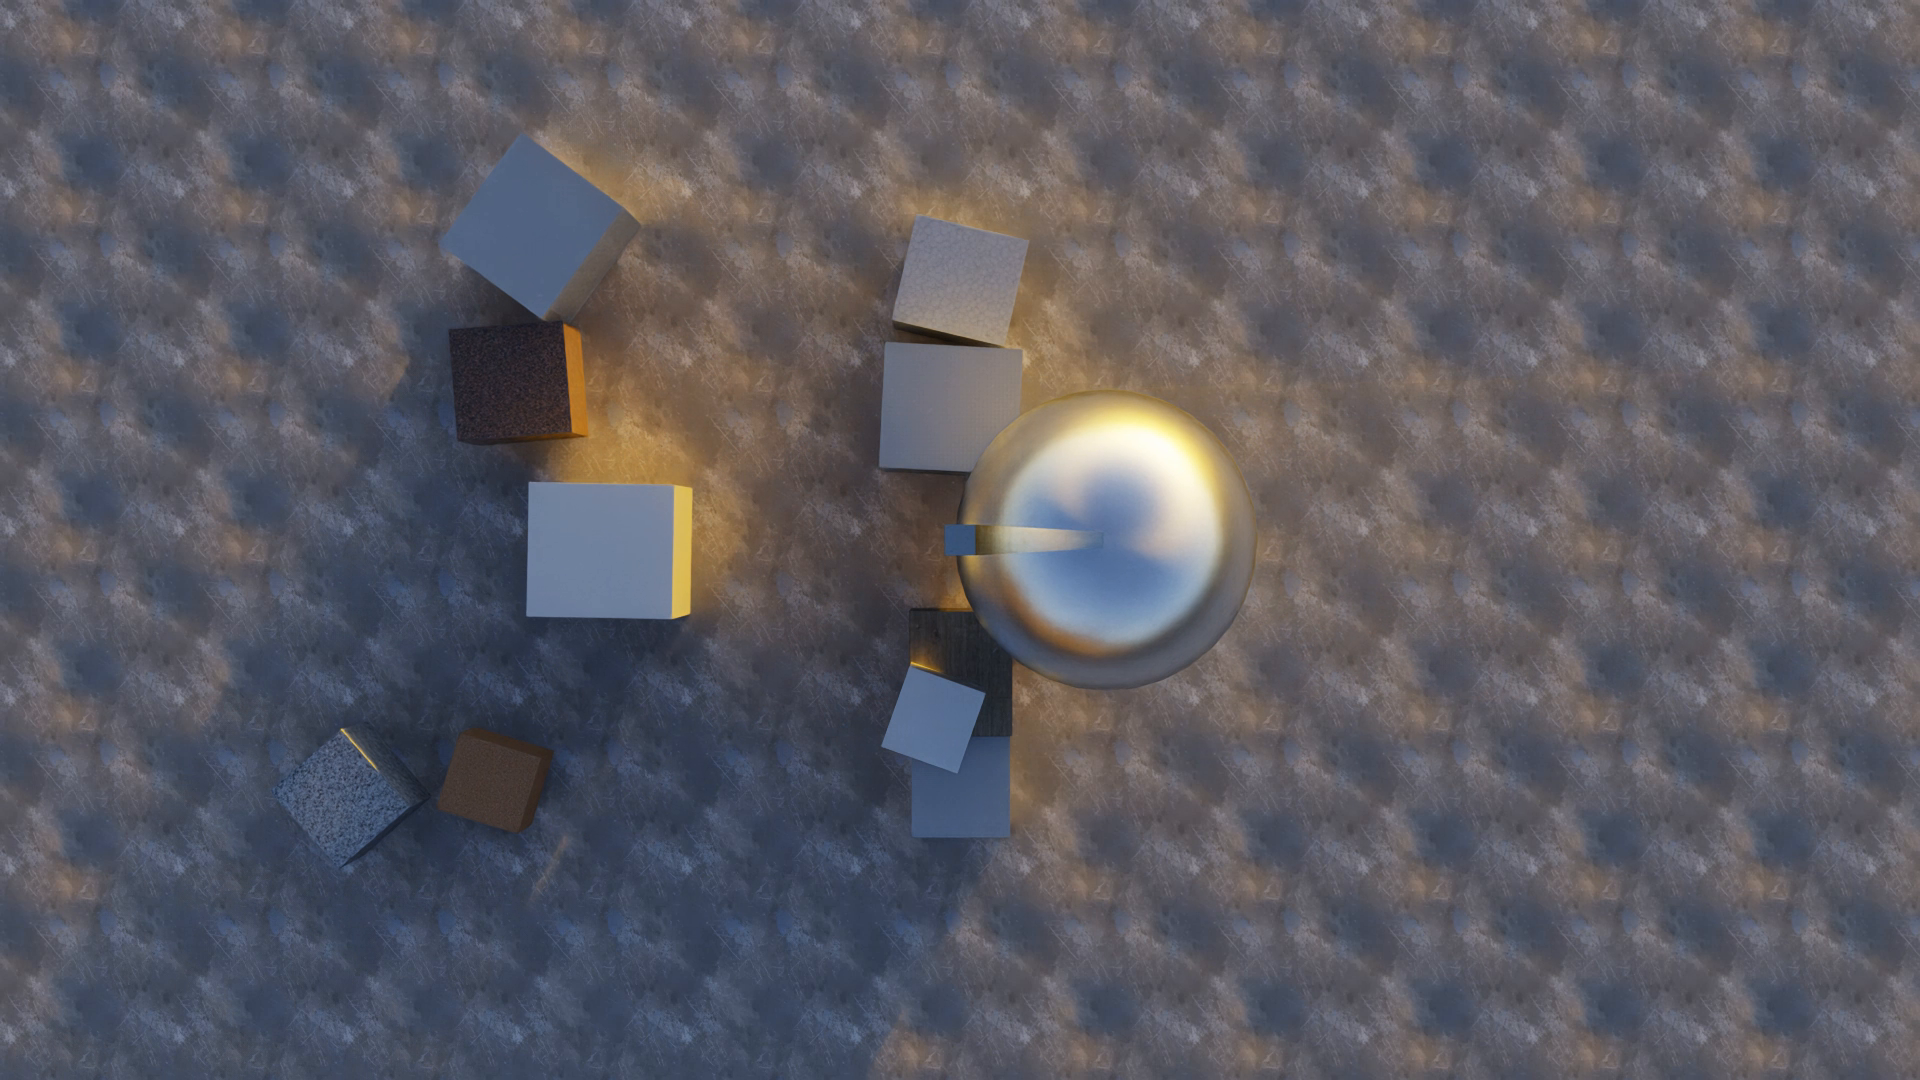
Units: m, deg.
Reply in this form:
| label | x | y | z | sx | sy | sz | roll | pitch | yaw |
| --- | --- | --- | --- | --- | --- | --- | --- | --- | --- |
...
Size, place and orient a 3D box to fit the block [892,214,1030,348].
| label | x | y | z | sx | sy | sz | roll | pitch | yaw |
| --- | --- | --- | --- | --- | --- | --- | --- | --- | --- |
| block | 0.003 | -1.473 | 12.729 | 0.657 | 0.541 | 0.618 | 13 | 90 | 0 |

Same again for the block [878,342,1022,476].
| label | x | y | z | sx | sy | sz | roll | pitch | yaw |
| --- | --- | --- | --- | --- | --- | --- | --- | --- | --- |
| block | -0.051 | -0.731 | 12.594 | 0.764 | 0.811 | 0.694 | 3 | 90 | 0 |

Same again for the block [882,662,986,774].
| label | x | y | z | sx | sy | sz | roll | pitch | yaw |
| --- | --- | --- | --- | --- | --- | --- | --- | --- | --- |
| block | -0.144 | 0.977 | 12.155 | 0.440 | 0.431 | 0.463 | 20 | 90 | 0 |

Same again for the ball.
| label | x | y | z | sx | sy | sz | roll | pitch | yaw |
| --- | --- | --- | --- | --- | --- | --- | --- | --- | --- |
| ball | 0.770 | 0.000 | 11.643 | 1.600 | 1.600 | 1.600 | 0 | 90 | 0 |

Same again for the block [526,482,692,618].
| label | x | y | z | sx | sy | sz | roll | pitch | yaw |
| --- | --- | --- | --- | --- | --- | --- | --- | --- | --- |
| block | -1.992 | 0.058 | 12.592 | 0.807 | 0.815 | 0.744 | 1 | 90 | 0 |

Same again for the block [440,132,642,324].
| label | x | y | z | sx | sy | sz | roll | pitch | yaw |
| --- | --- | --- | --- | --- | --- | --- | --- | --- | --- |
| block | -2.396 | -1.759 | 12.643 | 0.710 | 0.715 | 0.776 | 36 | 90 | 0 |

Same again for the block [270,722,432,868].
| label | x | y | z | sx | sy | sz | roll | pitch | yaw |
| --- | --- | --- | --- | --- | --- | --- | --- | --- | --- |
| block | -3.514 | 1.469 | 12.727 | 0.533 | 0.547 | 0.587 | -41 | 90 | 0 |

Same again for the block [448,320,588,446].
| label | x | y | z | sx | sy | sz | roll | pitch | yaw |
| --- | --- | --- | --- | --- | --- | --- | --- | --- | --- |
| block | -2.543 | -0.900 | 12.716 | 0.650 | 0.569 | 0.636 | -5 | 90 | 0 |

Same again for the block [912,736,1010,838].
| label | x | y | z | sx | sy | sz | roll | pitch | yaw |
| --- | --- | --- | --- | --- | --- | --- | --- | --- | --- |
| block | 0.005 | 1.398 | 12.730 | 0.557 | 0.540 | 0.571 | 0 | 90 | 0 |

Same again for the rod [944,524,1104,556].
| label | x | y | z | sx | sy | sz | roll | pitch | yaw |
| --- | --- | --- | --- | --- | --- | --- | --- | --- | --- |
| rod | 0.334 | 0.000 | 8.271 | 0.080 | 5.200 | 0.080 | 0 | 90 | 7 |

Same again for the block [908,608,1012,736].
| label | x | y | z | sx | sy | sz | roll | pitch | yaw |
| --- | --- | --- | --- | --- | --- | --- | --- | --- | --- |
| block | 0.003 | 0.752 | 12.685 | 0.582 | 0.630 | 0.701 | 0 | 90 | 0 |

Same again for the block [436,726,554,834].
| label | x | y | z | sx | sy | sz | roll | pitch | yaw |
| --- | --- | --- | --- | --- | --- | --- | --- | --- | --- |
| block | -2.699 | 1.393 | 12.793 | 0.489 | 0.414 | 0.455 | 17 | 90 | 0 |
